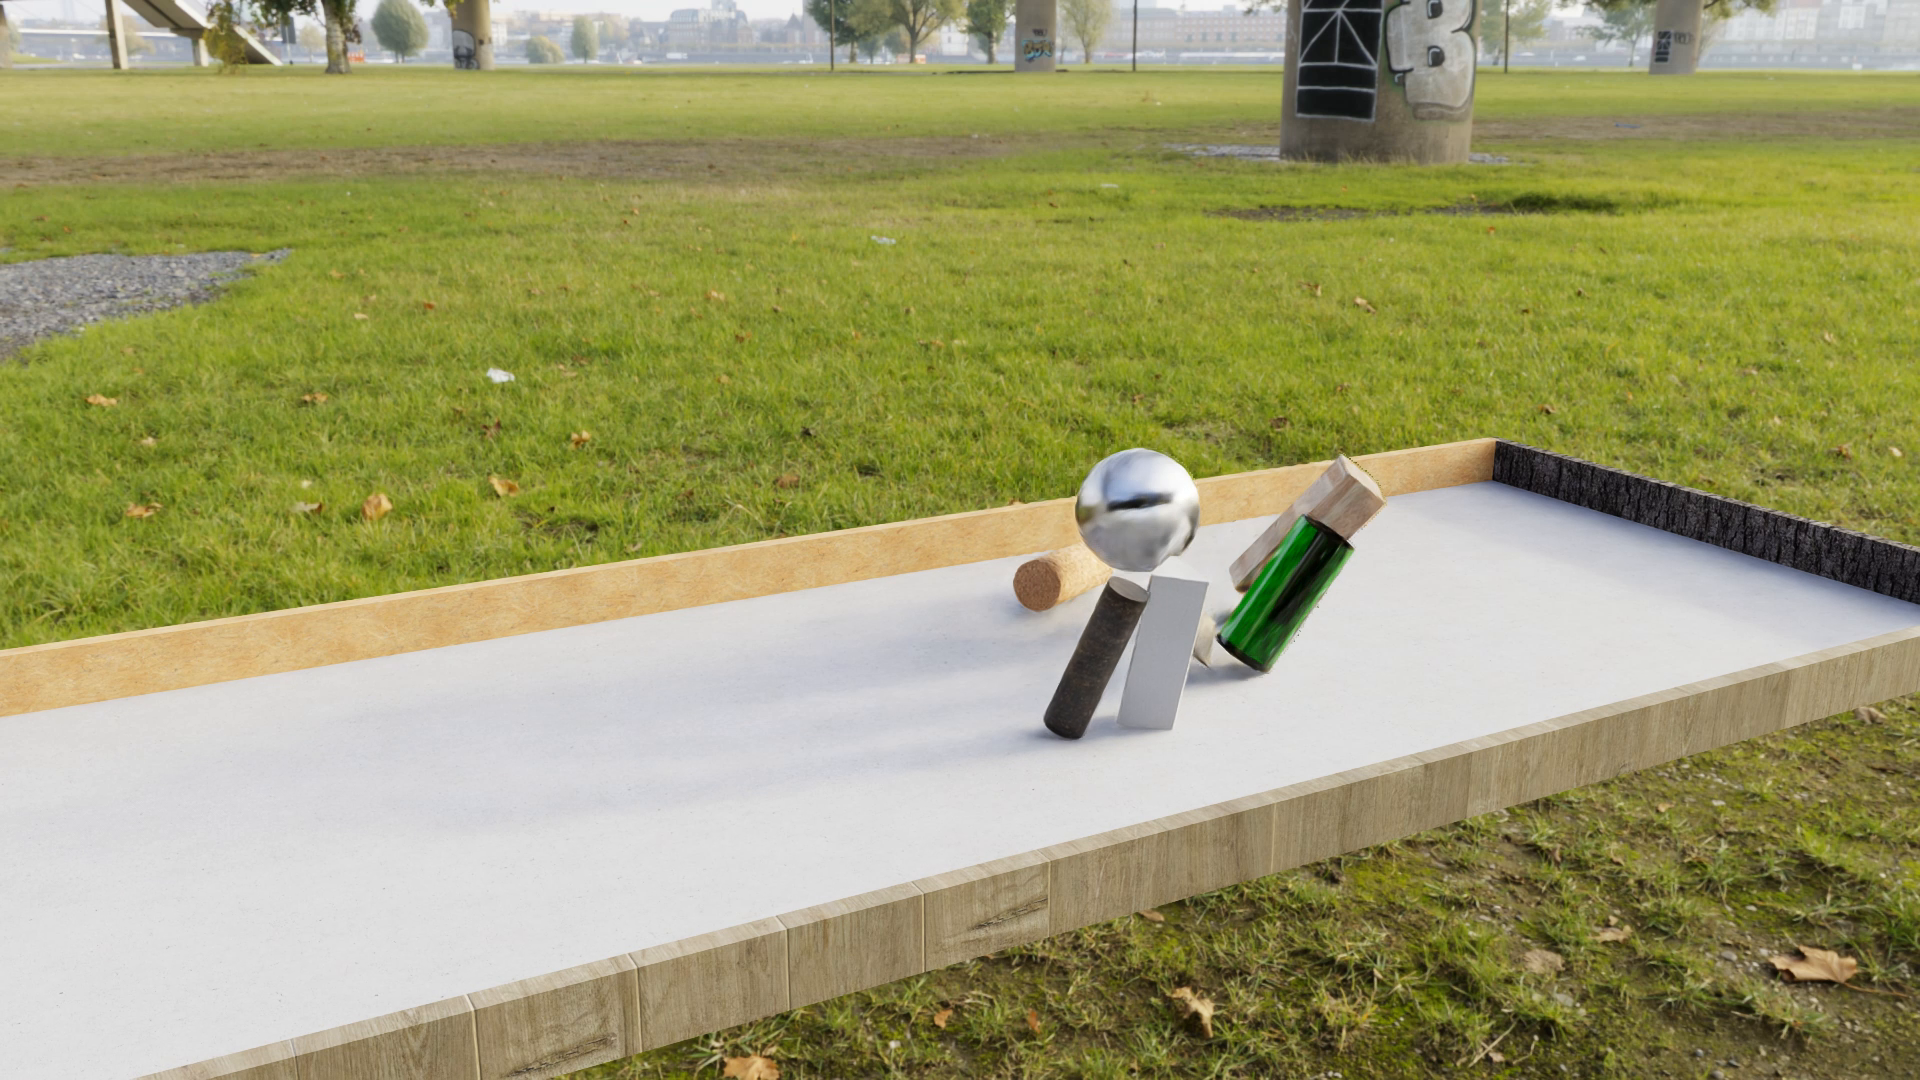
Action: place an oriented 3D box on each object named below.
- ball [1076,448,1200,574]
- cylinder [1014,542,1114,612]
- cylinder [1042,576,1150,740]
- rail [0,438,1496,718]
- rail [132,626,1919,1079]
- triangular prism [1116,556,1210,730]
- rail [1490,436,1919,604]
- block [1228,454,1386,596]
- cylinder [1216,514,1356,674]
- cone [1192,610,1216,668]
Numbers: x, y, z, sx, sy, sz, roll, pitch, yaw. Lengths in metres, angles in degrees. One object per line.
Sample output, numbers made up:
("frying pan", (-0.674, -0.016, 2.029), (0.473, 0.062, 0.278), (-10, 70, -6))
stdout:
("ball", (0.479, -0.079, 4.445), (0.336, 0.336, 0.336), (0, 16, 0))
("cylinder", (0.301, 0.096, 4.699), (0.142, 0.142, 0.409), (8, 12, 25))
("cylinder", (0.307, 0.270, 3.745), (0.100, 0.381, 0.100), (19, 24, -9))
("rail", (-3.305, 0.497, 3.399), (12.000, 0.150, 0.050), (-9, 18, -27))
("rail", (-2.336, 1.006, 1.665), (12.000, 0.150, 0.050), (-9, 18, -27))
("triangular prism", (0.460, 0.235, 3.812), (0.134, 0.390, 0.116), (7, 24, -6))
("rail", (2.466, -0.048, 5.253), (0.050, 0.150, 2.100), (-9, 18, -27))
("block", (0.953, -0.011, 4.553), (0.135, 0.450, 0.135), (37, 22, -14))
("cylinder", (0.820, 0.136, 4.165), (0.161, 0.381, 0.161), (30, 15, -9))
("cone", (0.609, 0.274, 4.169), (0.116, 0.116, 0.356), (0, 12, 2))
